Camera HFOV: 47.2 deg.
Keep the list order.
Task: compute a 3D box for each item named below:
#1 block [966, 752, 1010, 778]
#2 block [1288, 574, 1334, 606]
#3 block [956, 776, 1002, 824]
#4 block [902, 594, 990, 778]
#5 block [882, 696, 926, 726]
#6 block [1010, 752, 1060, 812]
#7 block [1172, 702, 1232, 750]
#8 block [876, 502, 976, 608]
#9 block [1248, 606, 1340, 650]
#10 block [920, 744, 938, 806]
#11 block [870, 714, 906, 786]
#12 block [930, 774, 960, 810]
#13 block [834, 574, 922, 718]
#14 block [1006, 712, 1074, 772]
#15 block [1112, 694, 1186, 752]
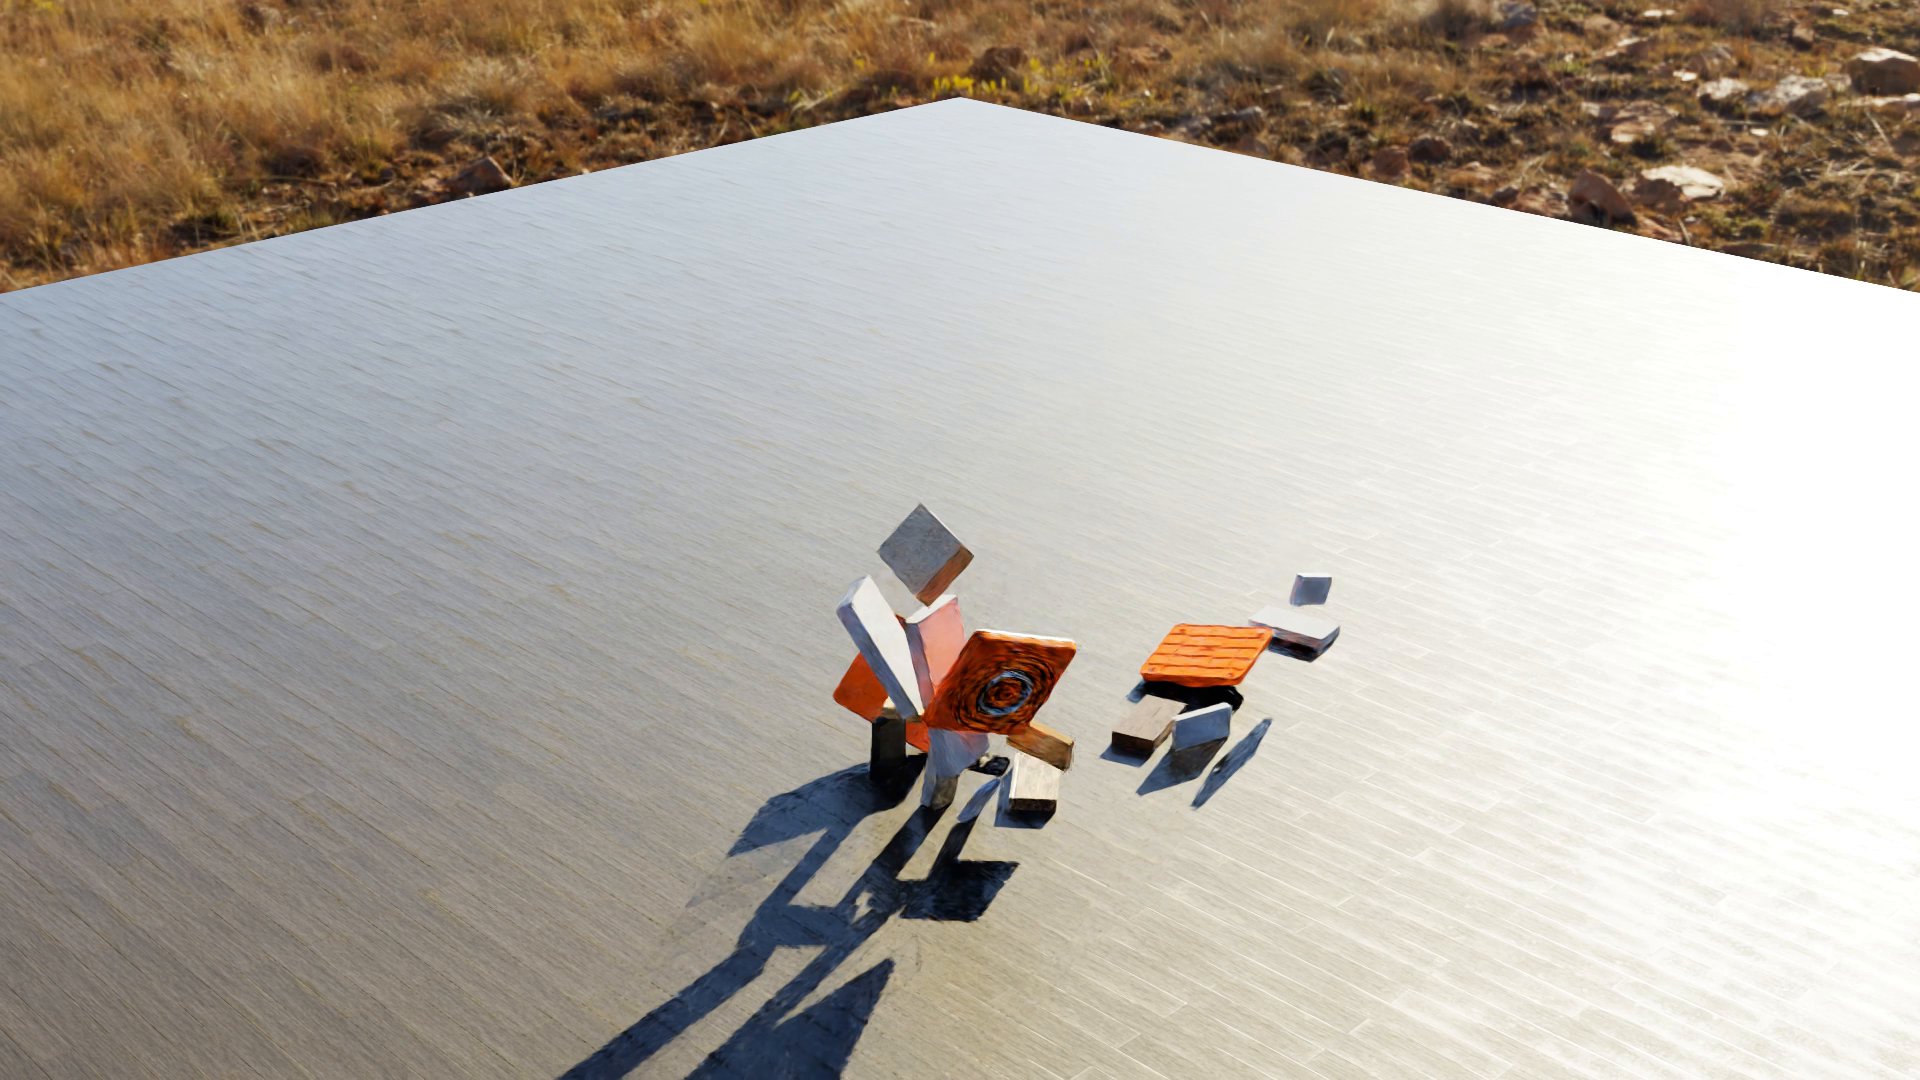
[{"bbox_3d":[0.039,0.446,4.419,0.111,0.016,0.055,12,25,13],"label":"block"},{"bbox_3d":[0.803,0.113,5.035,0.020,0.071,0.142,23,13,35],"label":"block"},{"bbox_3d":[0.038,0.521,4.402,0.055,0.111,0.016,-24,66,-44],"label":"block"},{"bbox_3d":[-0.024,0.288,4.335,0.038,0.333,0.134,1,22,36],"label":"block"},{"bbox_3d":[-0.065,0.345,4.469,0.168,0.024,0.084,11,27,10],"label":"block"},{"bbox_3d":[0.157,0.499,4.550,0.096,0.027,0.193,2,23,5],"label":"block"},{"bbox_3d":[0.519,0.400,4.726,0.142,0.071,0.020,-13,25,-27],"label":"block"},{"bbox_3d":[-0.070,0.028,4.302,0.134,0.038,0.267,-48,26,2],"label":"block"},{"bbox_3d":[0.795,0.208,5.236,0.193,0.027,0.096,16,28,32],"label":"block"},{"bbox_3d":[-0.042,0.452,4.478,0.024,0.168,0.084,18,28,17],"label":"block"},{"bbox_3d":[-0.147,0.420,4.537,0.024,0.168,0.084,29,46,28],"label":"block"},{"bbox_3d":[-0.028,0.492,4.458,0.016,0.111,0.055,34,38,31],"label":"block"},{"bbox_3d":[-0.149,0.214,4.421,0.038,0.267,0.134,-24,17,24],"label":"block"},{"bbox_3d":[0.162,0.410,4.463,0.142,0.071,0.020,23,36,26],"label":"block"},{"bbox_3d":[0.413,0.398,4.788,0.096,0.027,0.193,11,25,25],"label":"block"}]
